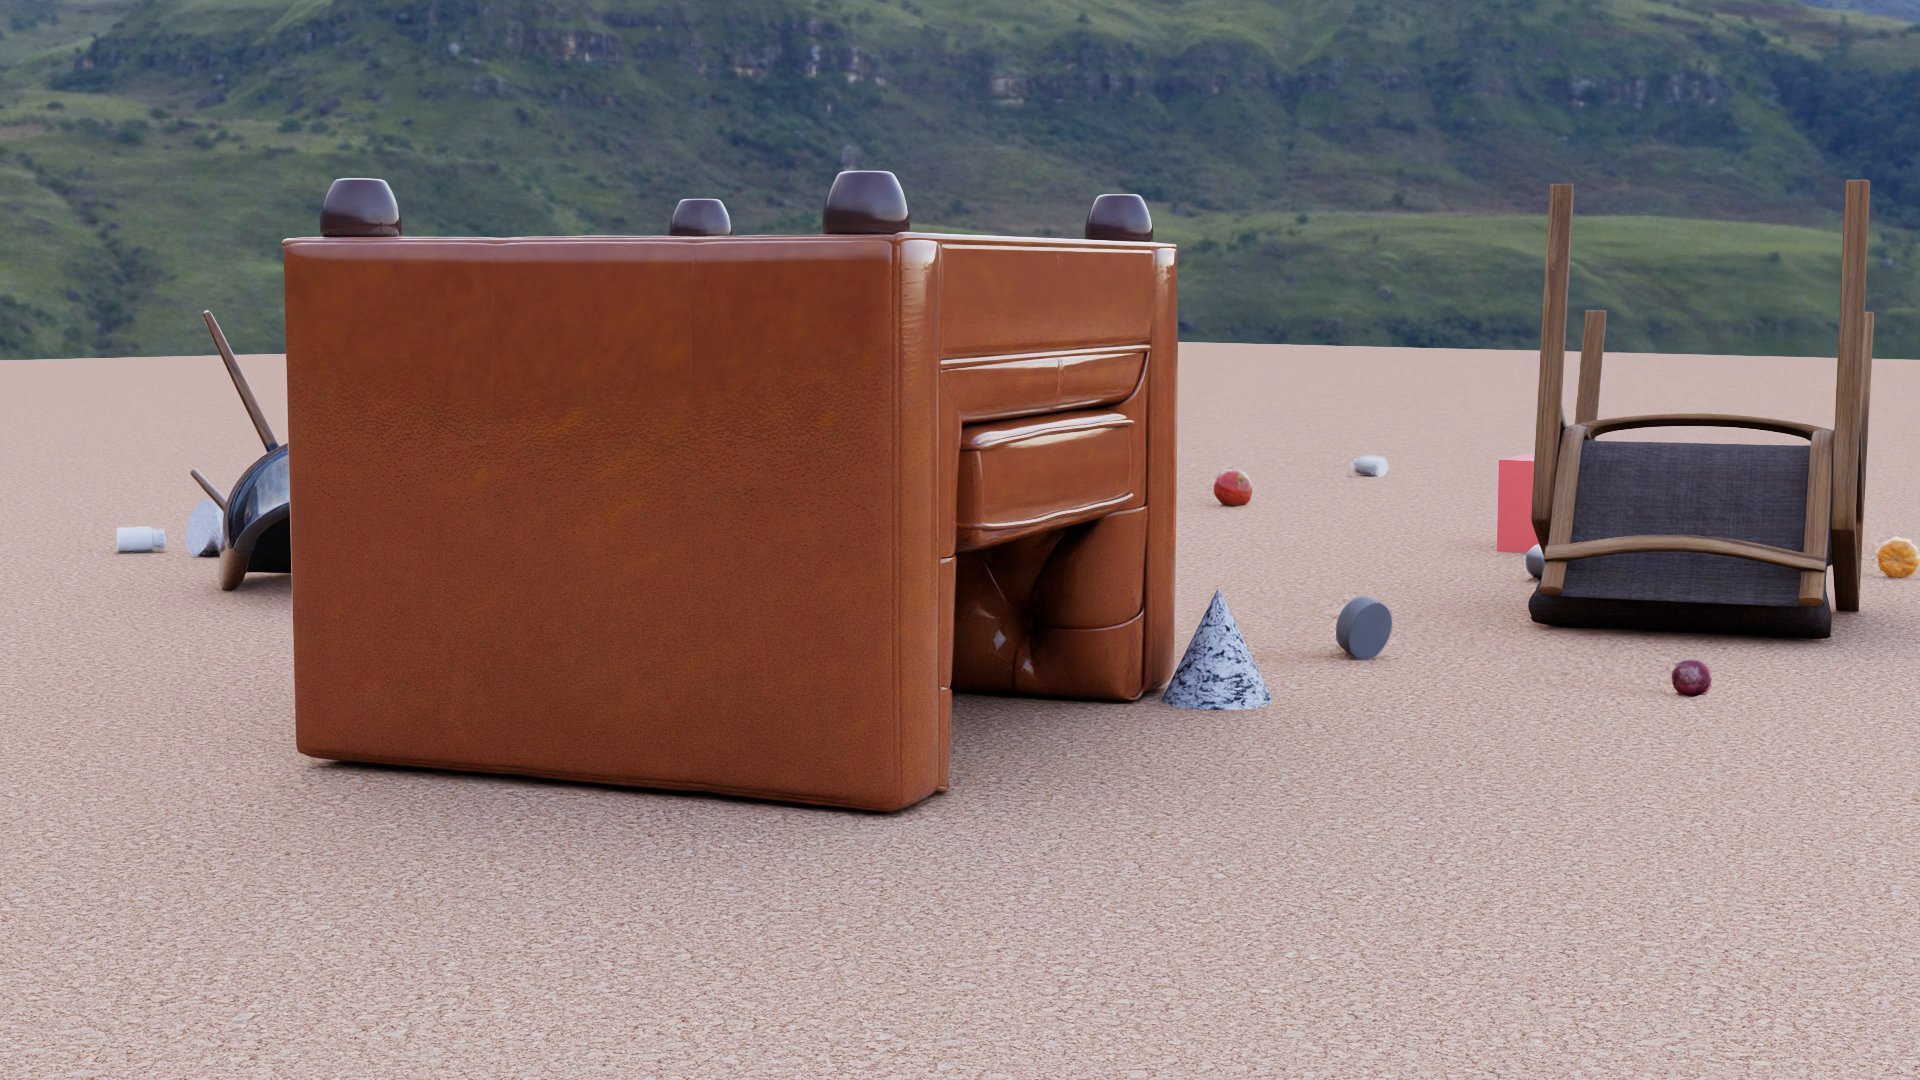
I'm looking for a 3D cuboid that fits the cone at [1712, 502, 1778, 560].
[{"bbox_3d":[1.867,0.009,6.014,0.106,0.154,0.141,29,13,-44],"label":"cone"}]

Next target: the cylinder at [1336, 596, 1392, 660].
[{"bbox_3d":[0.700,0.152,4.453,0.069,0.102,0.093,21,3,-7],"label":"cylinder"}]

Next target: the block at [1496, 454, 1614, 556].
[{"bbox_3d":[1.436,-0.087,6.187,0.212,0.220,0.235,3,7,29],"label":"block"}]

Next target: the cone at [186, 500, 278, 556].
[{"bbox_3d":[-1.716,-0.003,6.117,0.207,0.139,0.145,20,3,-40],"label":"cone"}]

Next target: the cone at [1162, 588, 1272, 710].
[{"bbox_3d":[0.400,0.161,3.981,0.171,0.178,0.180,3,7,26],"label":"cone"}]

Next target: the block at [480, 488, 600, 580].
[{"bbox_3d":[-0.925,-0.013,5.645,0.238,0.183,0.133,-2,6,-17],"label":"block"}]
